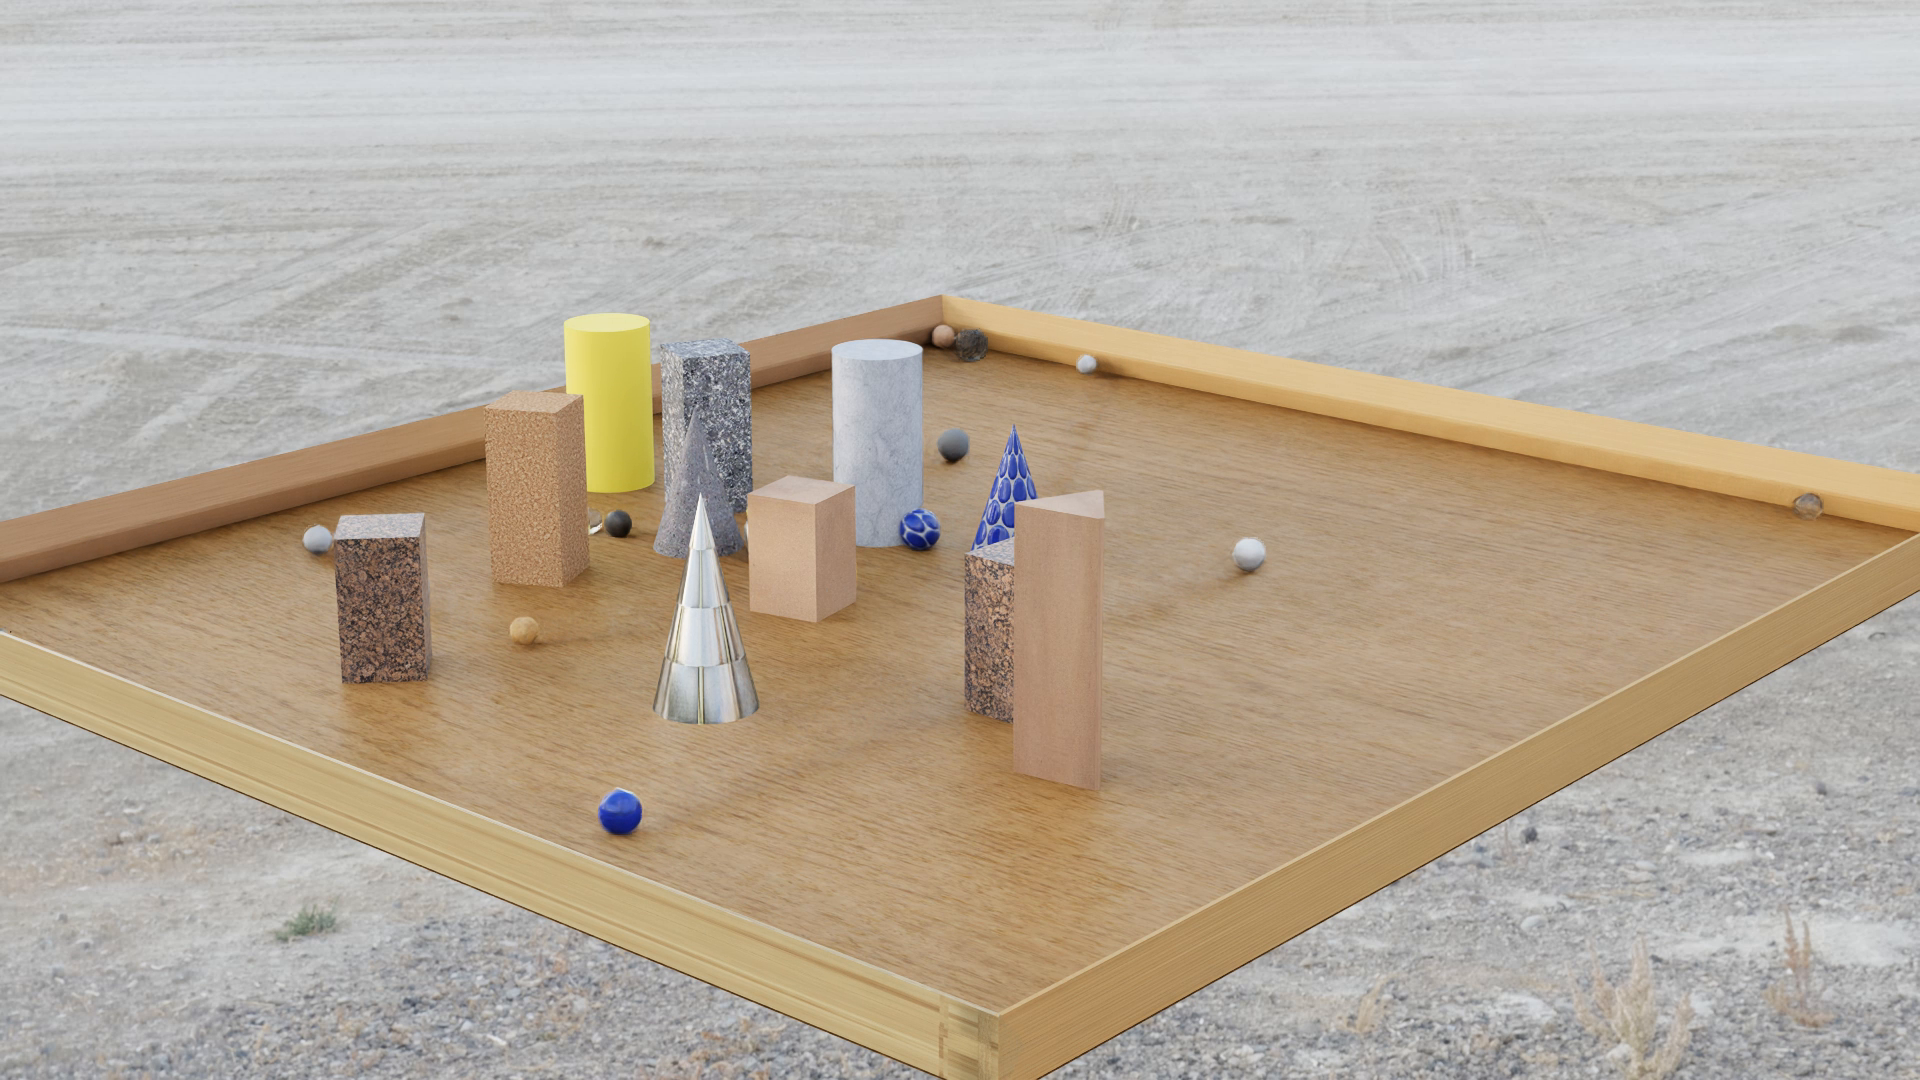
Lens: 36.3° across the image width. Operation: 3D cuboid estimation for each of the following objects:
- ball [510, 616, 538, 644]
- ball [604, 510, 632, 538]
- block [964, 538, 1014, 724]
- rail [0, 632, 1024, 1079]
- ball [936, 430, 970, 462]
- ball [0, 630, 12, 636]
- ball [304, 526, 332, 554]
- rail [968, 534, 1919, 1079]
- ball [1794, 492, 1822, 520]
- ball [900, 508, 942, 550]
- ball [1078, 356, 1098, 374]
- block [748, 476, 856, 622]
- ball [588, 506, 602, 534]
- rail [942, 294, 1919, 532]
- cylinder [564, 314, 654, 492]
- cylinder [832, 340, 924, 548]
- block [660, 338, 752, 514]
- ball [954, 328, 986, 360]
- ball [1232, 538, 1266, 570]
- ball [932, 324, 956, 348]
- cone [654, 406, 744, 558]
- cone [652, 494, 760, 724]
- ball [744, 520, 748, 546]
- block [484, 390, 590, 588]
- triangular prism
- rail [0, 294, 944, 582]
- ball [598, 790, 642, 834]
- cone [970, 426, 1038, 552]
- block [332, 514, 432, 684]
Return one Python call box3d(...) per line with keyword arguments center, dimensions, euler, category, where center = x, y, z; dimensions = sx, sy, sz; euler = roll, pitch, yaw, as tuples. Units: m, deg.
box3d(center=(-0.718, 0.149, 4.830), dimensions=(0.047, 0.047, 0.047), euler=(0, 17, 0), category="ball")
box3d(center=(-0.631, -0.030, 5.410), dimensions=(0.051, 0.051, 0.051), euler=(0, 17, 0), category="ball")
box3d(center=(0.101, 0.139, 4.508), dimensions=(0.133, 0.253, 0.133), euler=(14, 22, 39), category="block")
box3d(center=(-0.911, 0.333, 4.119), dimensions=(2.568, 0.108, 0.045), euler=(14, 22, 39), category="rail")
box3d(center=(-0.014, -0.191, 5.917), dimensions=(0.065, 0.065, 0.065), euler=(0, 17, 0), category="ball")
box3d(center=(-1.551, 0.174, 4.718), dimensions=(0.064, 0.064, 0.064), euler=(0, 17, 0), category="ball")
box3d(center=(-1.163, 0.000, 5.309), dimensions=(0.052, 0.052, 0.052), euler=(0, 17, 0), category="ball")
box3d(center=(0.952, 0.268, 4.333), dimensions=(0.045, 0.108, 2.827), euler=(14, 22, 39), category="rail")
box3d(center=(1.596, -0.063, 5.517), dimensions=(0.052, 0.052, 0.052), euler=(0, 17, 0), category="ball")
box3d(center=(-0.072, -0.020, 5.335), dimensions=(0.075, 0.075, 0.075), euler=(0, 17, 0), category="ball")
box3d(center=(0.288, -0.395, 6.621), dimensions=(0.044, 0.044, 0.044), euler=(0, 17, 0), category="ball")
box3d(center=(-0.268, 0.014, 4.998), dimensions=(0.133, 0.208, 0.133), euler=(9, 19, 27), category="block")
box3d(center=(-0.689, -0.036, 5.430), dimensions=(0.052, 0.052, 0.052), euler=(0, 17, 0), category="ball")
box3d(center=(0.911, -0.279, 6.127), dimensions=(2.568, 0.108, 0.045), euler=(14, 22, 39), category="rail")
box3d(center=(-0.685, -0.269, 5.734), dimensions=(0.166, 0.320, 0.166), euler=(0, 17, 0), category="cylinder")
box3d(center=(-0.151, -0.179, 5.385), dimensions=(0.166, 0.351, 0.166), euler=(0, 17, 0), category="cylinder")
box3d(center=(-0.481, -0.213, 5.567), dimensions=(0.133, 0.310, 0.133), euler=(-7, 18, -22), category="block")
box3d(center=(0.023, -0.450, 6.747), dimensions=(0.076, 0.076, 0.076), euler=(0, 17, 0), category="ball")
box3d(center=(0.514, 0.026, 5.215), dimensions=(0.057, 0.057, 0.057), euler=(0, 17, 0), category="ball")
box3d(center=(-0.038, -0.477, 6.871), dimensions=(0.055, 0.055, 0.055), euler=(0, 17, 0), category="ball")
box3d(center=(-0.478, -0.116, 5.327), dimensions=(0.166, 0.263, 0.166), euler=(0, 17, 0), category="cone")
box3d(center=(-0.394, 0.093, 4.505), dimensions=(0.166, 0.344, 0.166), euler=(0, 17, 0), category="cone")
box3d(center=(-0.350, -0.012, 5.298), dimensions=(0.083, 0.083, 0.083), euler=(0, 17, 0), category="ball")
box3d(center=(-0.743, -0.091, 5.159), dimensions=(0.133, 0.315, 0.133), euler=(4, 17, 14), category="block")
box3d(center=(0.171, 0.138, 4.245), dimensions=(0.144, 0.408, 0.124), euler=(10, 20, 31), category="triangular prism")
box3d(center=(-0.952, -0.214, 5.913), dimensions=(0.045, 0.108, 2.827), euler=(14, 22, 39), category="rail")
box3d(center=(-0.470, 0.376, 4.059), dimensions=(0.062, 0.062, 0.062), euler=(0, 17, 0), category="ball")
box3d(center=(0.096, -0.084, 5.235), dimensions=(0.166, 0.257, 0.166), euler=(0, 17, 0), category="cone")
box3d(center=(-0.921, 0.092, 4.686), dimensions=(0.133, 0.239, 0.133), euler=(-2, 17, -6), category="block")
